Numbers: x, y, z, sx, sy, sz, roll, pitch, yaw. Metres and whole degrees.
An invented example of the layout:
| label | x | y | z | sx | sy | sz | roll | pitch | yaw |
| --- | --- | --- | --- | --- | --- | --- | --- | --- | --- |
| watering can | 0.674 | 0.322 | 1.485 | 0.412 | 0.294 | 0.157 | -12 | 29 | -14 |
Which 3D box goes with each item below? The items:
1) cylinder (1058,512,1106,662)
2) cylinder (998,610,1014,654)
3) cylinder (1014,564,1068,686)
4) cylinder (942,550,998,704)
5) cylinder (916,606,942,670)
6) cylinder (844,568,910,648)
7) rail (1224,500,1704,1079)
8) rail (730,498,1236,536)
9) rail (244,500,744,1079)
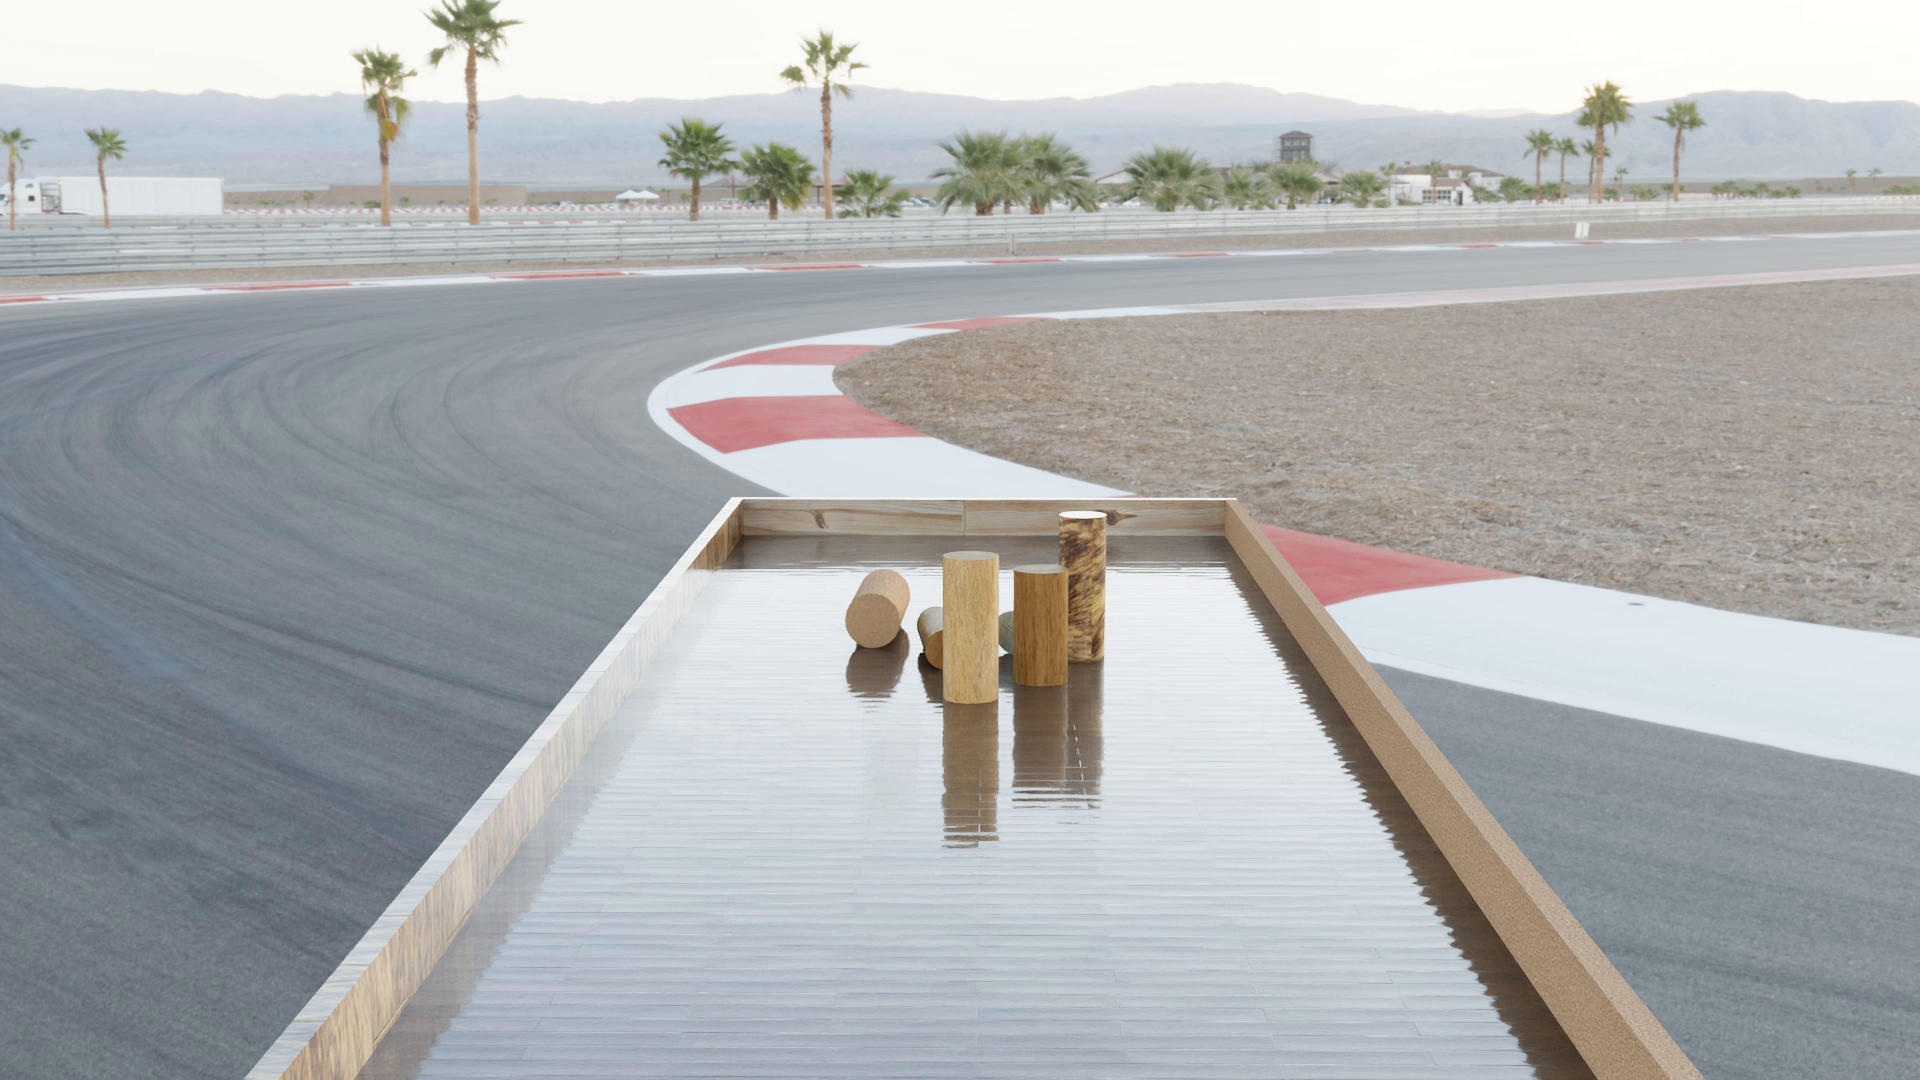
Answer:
| label | x | y | z | sx | sy | sz | roll | pitch | yaw |
| --- | --- | --- | --- | --- | --- | --- | --- | --- | --- |
| cylinder | 0.372 | 0.142 | 6.698 | 0.143 | 0.443 | 0.143 | 0 | 9 | 0 |
| cylinder | 0.277 | 0.264 | 6.920 | 0.133 | 0.133 | 0.362 | 8 | 12 | 40 |
| cylinder | 0.235 | 0.246 | 6.401 | 0.159 | 0.330 | 0.159 | 0 | 9 | 0 |
| cylinder | 0.030 | 0.244 | 6.178 | 0.158 | 0.405 | 0.158 | 0 | 9 | 0 |
| cylinder | -0.060 | 0.297 | 6.744 | 0.121 | 0.121 | 0.379 | -1 | 9 | -5 |
| cylinder | -0.262 | 0.217 | 7.087 | 0.173 | 0.173 | 0.454 | 0 | 9 | 3 |
| rail | 1.046 | 0.843 | 3.208 | 0.050 | 0.150 | 12.000 | 0 | 9 | 1 |
| rail | 0.099 | -0.098 | 9.147 | 2.100 | 0.150 | 0.050 | 0 | 9 | 1 |
| rail | -1.004 | 0.839 | 3.234 | 0.050 | 0.150 | 12.000 | 0 | 9 | 1 |
